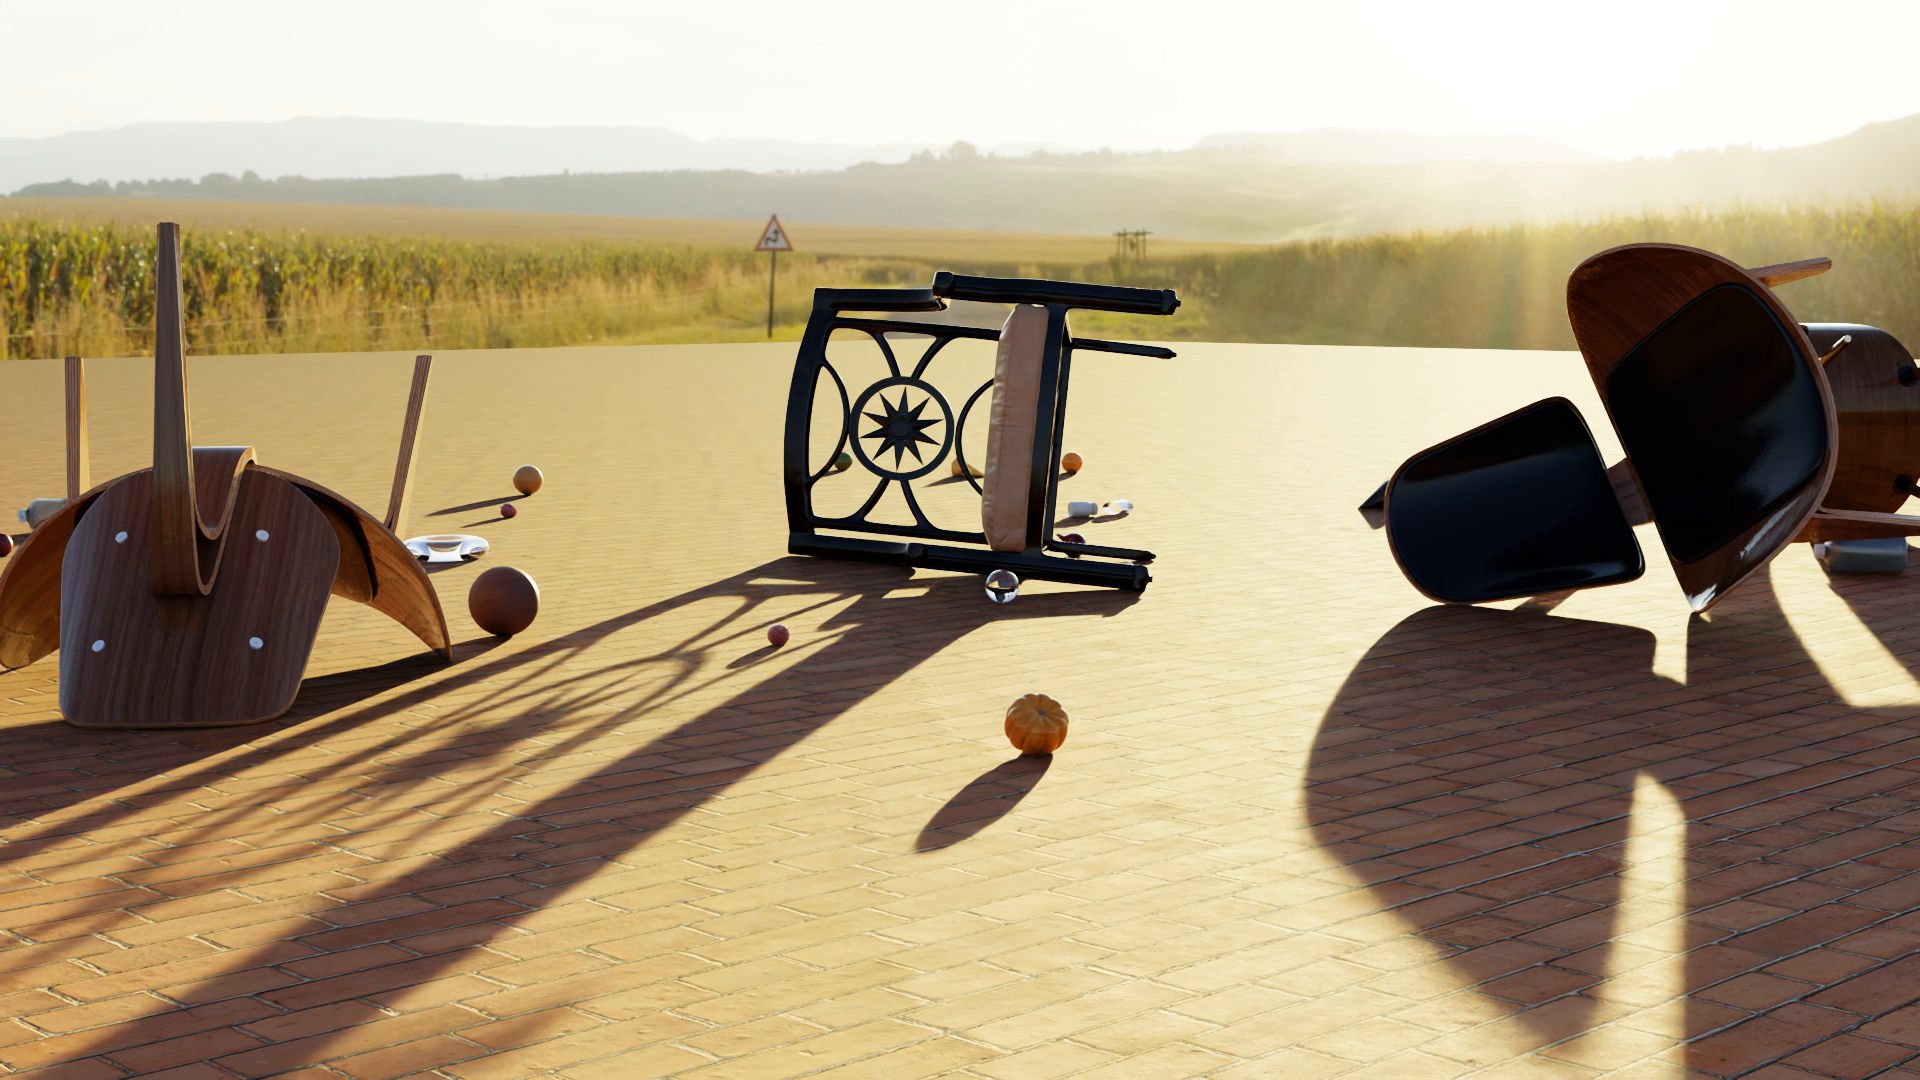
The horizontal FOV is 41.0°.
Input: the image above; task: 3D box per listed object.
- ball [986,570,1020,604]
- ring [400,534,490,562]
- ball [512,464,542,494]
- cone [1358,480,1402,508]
[{"bbox_3d":[0.085,0.093,5.169,0.069,0.069,0.069,0,6,0],"label":"ball"},{"bbox_3d":[-1.204,0.019,5.993,0.207,0.049,0.213,-3,6,-19],"label":"ring"},{"bbox_3d":[-1.303,-0.182,7.736,0.090,0.090,0.090,0,6,0],"label":"ball"},{"bbox_3d":[1.178,-0.110,7.283,0.122,0.082,0.090,-22,43,-17],"label":"cone"}]
